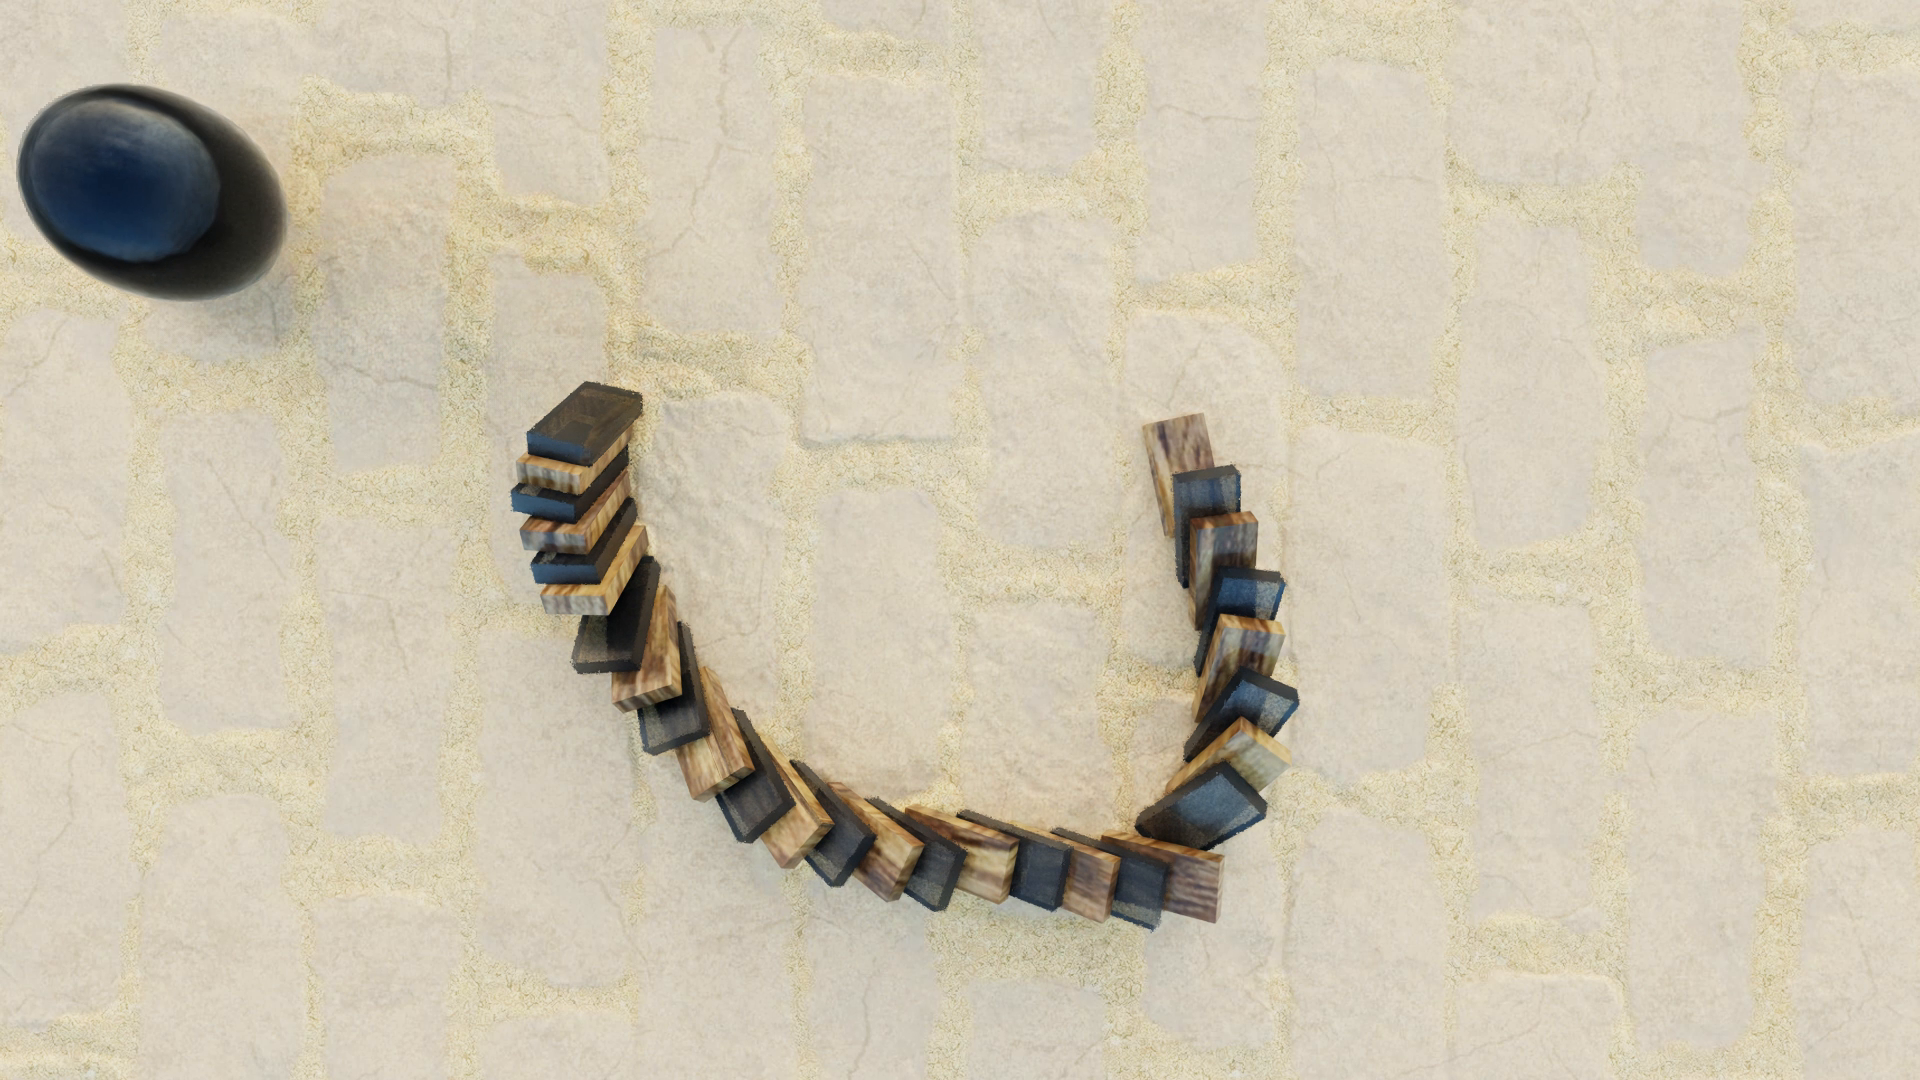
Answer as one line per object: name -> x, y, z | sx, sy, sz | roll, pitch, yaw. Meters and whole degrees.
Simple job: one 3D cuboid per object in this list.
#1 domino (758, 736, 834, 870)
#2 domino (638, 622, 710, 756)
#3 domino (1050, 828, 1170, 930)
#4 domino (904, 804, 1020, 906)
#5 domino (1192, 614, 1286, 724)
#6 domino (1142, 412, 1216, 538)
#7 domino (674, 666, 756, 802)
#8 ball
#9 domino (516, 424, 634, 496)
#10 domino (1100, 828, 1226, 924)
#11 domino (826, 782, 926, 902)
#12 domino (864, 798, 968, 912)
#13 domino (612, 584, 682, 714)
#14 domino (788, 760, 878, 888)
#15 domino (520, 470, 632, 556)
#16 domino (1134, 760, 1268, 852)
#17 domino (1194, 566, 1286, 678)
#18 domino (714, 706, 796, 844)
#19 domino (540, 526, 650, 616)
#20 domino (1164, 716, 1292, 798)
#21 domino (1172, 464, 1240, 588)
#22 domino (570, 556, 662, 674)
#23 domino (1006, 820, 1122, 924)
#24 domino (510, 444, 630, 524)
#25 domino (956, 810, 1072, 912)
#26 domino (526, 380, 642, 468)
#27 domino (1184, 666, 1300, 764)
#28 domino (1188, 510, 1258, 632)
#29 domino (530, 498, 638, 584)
domino -> -0.077, 0.109, 0.383 | 0.025, 0.009, 0.050 | -48, 58, 2
domino -> -0.123, 0.062, 0.384 | 0.025, 0.009, 0.050 | -21, 62, 0
domino -> 0.060, 0.141, 0.384 | 0.050, 0.009, 0.025 | 11, 90, 28
domino -> -0.002, 0.131, 0.385 | 0.050, 0.010, 0.025 | 11, 90, 27
domino -> 0.116, 0.056, 0.384 | 0.025, 0.010, 0.050 | 8, 119, 0
domino -> 0.097, -0.028, 0.395 | 0.025, 0.009, 0.050 | -12, 90, 0
domino -> -0.107, 0.081, 0.383 | 0.025, 0.010, 0.050 | -32, 60, 0
ball -> -0.313, -0.135, 0.360 | 0.080, 0.080, 0.080 | 0, 90, 0
domino -> -0.157, -0.038, 0.377 | 0.025, 0.050, 0.010 | 12, 124, 0
domino -> 0.084, 0.140, 0.384 | 0.050, 0.009, 0.025 | 5, 92, 28
domino -> -0.041, 0.125, 0.382 | 0.050, 0.010, 0.025 | 26, 91, 32
domino -> -0.023, 0.130, 0.383 | 0.050, 0.010, 0.025 | 20, 90, 32
domino -> -0.131, 0.045, 0.381 | 0.025, 0.009, 0.050 | -18, 53, 0
domino -> -0.060, 0.118, 0.383 | 0.050, 0.010, 0.025 | 35, 90, 32
domino -> -0.157, -0.013, 0.377 | 0.025, 0.050, 0.009 | 4, 124, 0
domino -> 0.100, 0.115, 0.383 | 0.025, 0.010, 0.050 | 45, 122, 0
domino -> 0.116, 0.036, 0.384 | 0.025, 0.010, 0.050 | 6, 119, 0
domino -> -0.091, 0.098, 0.382 | 0.025, 0.010, 0.050 | -42, 59, 4
domino -> -0.149, 0.011, 0.376 | 0.025, 0.050, 0.010 | 1, 124, 2
domino -> 0.111, 0.098, 0.383 | 0.025, 0.009, 0.050 | 35, 122, 0
domino -> 0.104, -0.005, 0.384 | 0.025, 0.010, 0.050 | -10, 118, 0
domino -> -0.142, 0.031, 0.381 | 0.025, 0.009, 0.050 | -4, 54, 4
domino -> 0.040, 0.138, 0.384 | 0.050, 0.010, 0.025 | 11, 90, 28
domino -> -0.159, -0.026, 0.377 | 0.025, 0.050, 0.009 | 12, 124, 0
domino -> 0.020, 0.134, 0.384 | 0.050, 0.010, 0.025 | 11, 90, 28
domino -> -0.153, -0.048, 0.377 | 0.025, 0.050, 0.009 | 12, 124, 0
domino -> 0.117, 0.078, 0.382 | 0.025, 0.010, 0.050 | 23, 122, -1
domino -> 0.110, 0.013, 0.383 | 0.025, 0.009, 0.050 | -8, 120, -1
domino -> -0.153, -0.001, 0.377 | 0.025, 0.050, 0.010 | 1, 124, 0
